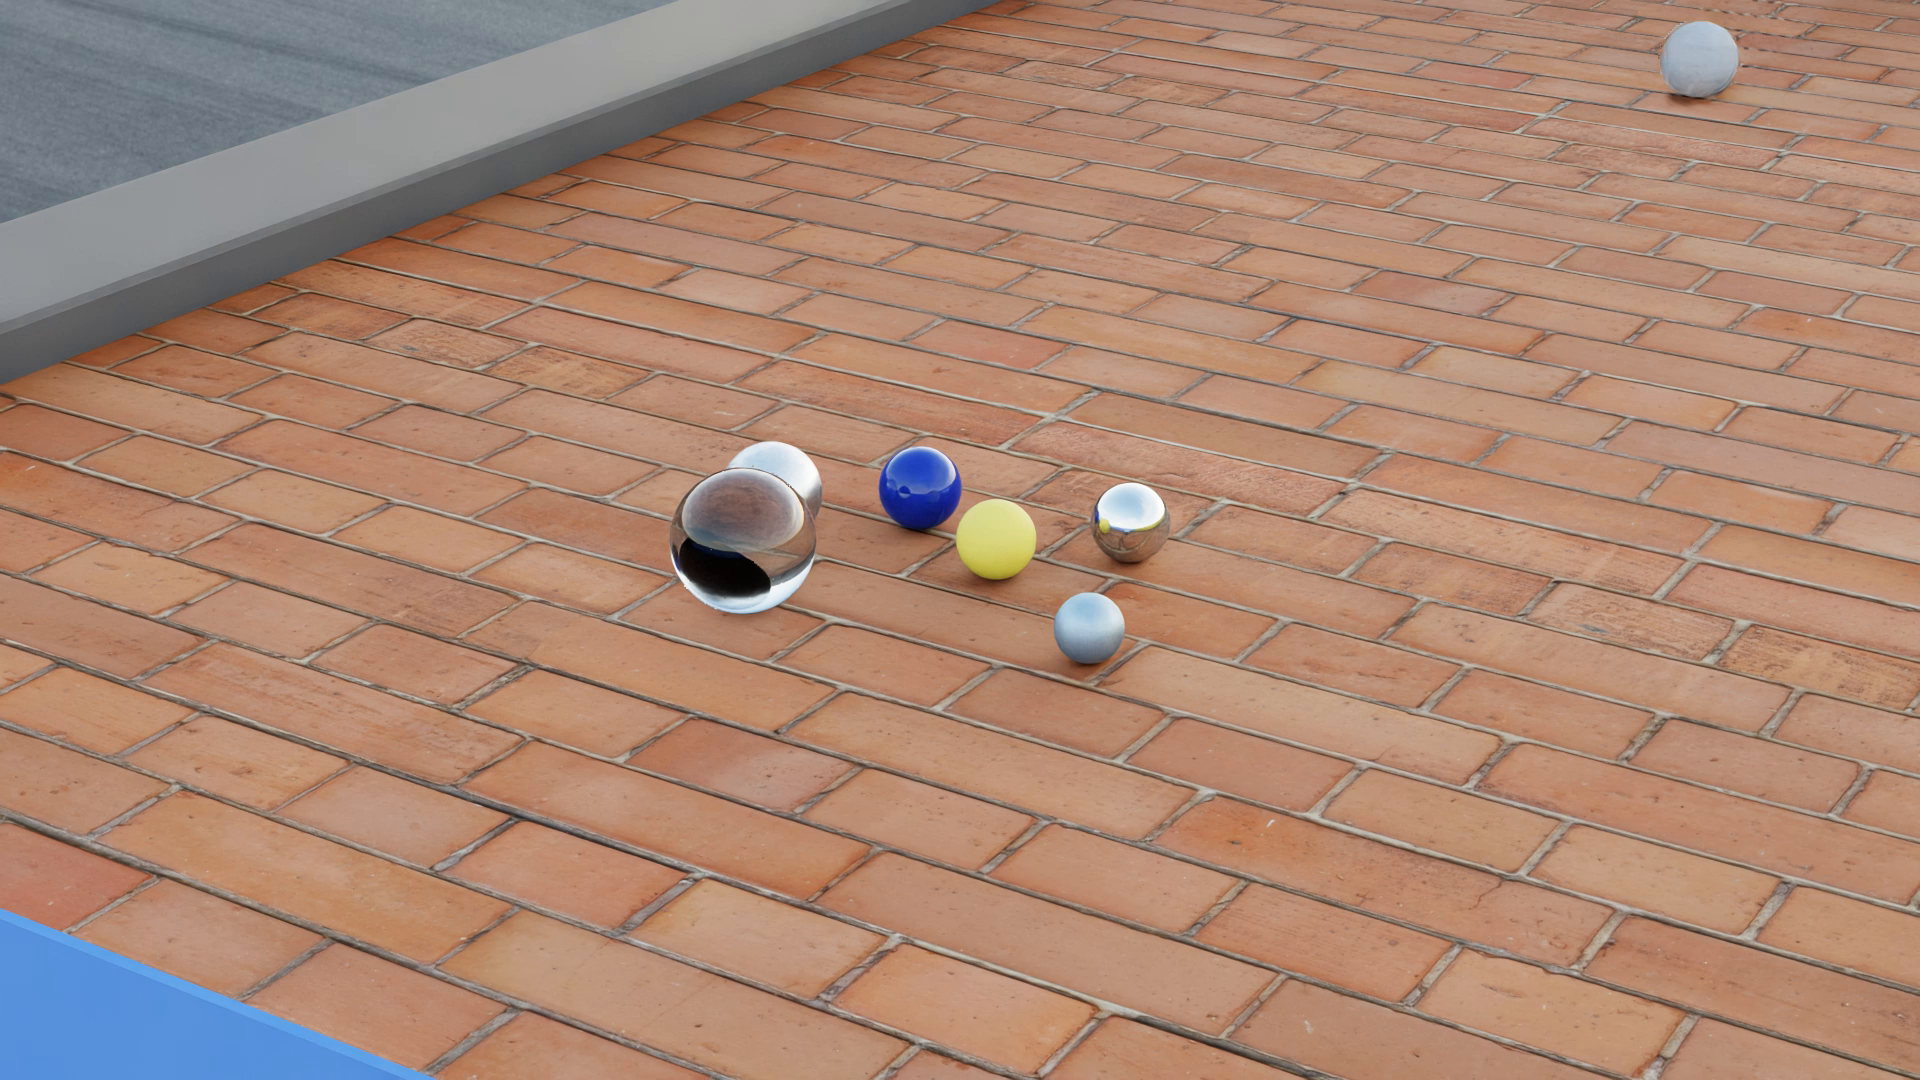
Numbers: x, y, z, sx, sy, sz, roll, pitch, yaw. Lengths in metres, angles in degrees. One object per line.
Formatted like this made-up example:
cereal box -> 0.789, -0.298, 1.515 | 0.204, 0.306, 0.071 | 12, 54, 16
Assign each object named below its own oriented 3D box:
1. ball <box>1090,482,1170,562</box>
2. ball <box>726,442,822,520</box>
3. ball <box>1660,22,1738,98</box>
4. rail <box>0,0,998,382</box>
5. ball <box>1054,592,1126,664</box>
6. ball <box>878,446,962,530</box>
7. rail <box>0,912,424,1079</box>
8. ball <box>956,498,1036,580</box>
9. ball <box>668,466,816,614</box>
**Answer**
ball -> 0.114, -0.012, 1.976 | 0.054, 0.054, 0.054 | 0, 24, 0
ball -> -0.128, -0.032, 2.003 | 0.070, 0.070, 0.070 | 0, 24, 0
ball -> 0.770, -0.500, 3.061 | 0.079, 0.079, 0.079 | 0, 24, 0
rail -> -0.286, -0.461, 2.913 | 0.045, 0.123, 3.059 | 14, 27, 29
ball -> 0.081, 0.055, 1.835 | 0.045, 0.045, 0.045 | 0, 24, 0
ball -> -0.027, -0.036, 2.027 | 0.058, 0.058, 0.058 | 0, 24, 0
rail -> -0.391, 0.224, 1.349 | 1.670, 0.123, 0.045 | 14, 27, 29
ball -> 0.024, 0.000, 1.951 | 0.054, 0.054, 0.054 | 0, 24, 0
ball -> -0.140, 0.000, 1.897 | 0.095, 0.095, 0.095 | 0, 24, 0
